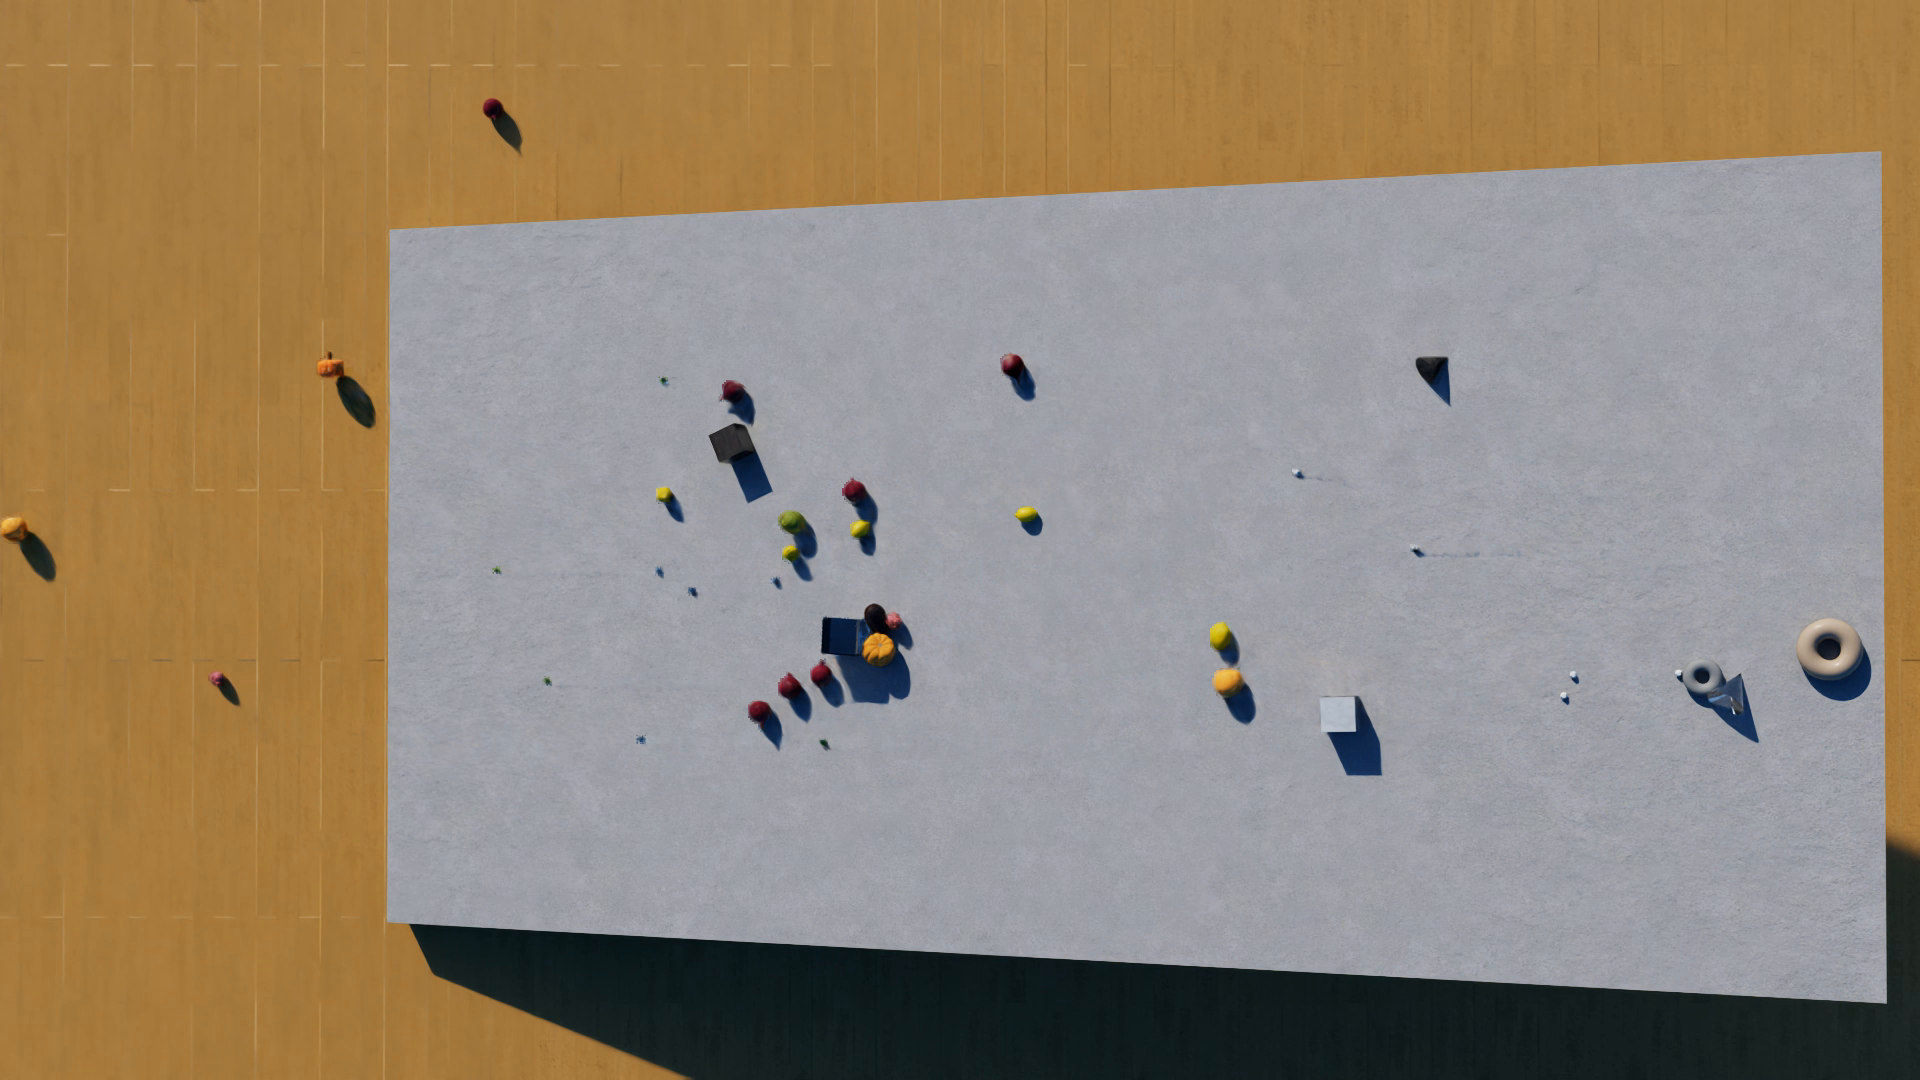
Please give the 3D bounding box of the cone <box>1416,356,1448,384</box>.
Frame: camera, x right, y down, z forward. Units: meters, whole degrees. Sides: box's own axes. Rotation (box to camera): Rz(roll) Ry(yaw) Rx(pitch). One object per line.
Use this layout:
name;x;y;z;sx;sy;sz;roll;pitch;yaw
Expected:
cone;1.183;-0.437;5.458;0.072;0.072;0.072;-35;89;5

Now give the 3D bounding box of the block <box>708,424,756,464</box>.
block;-0.621;-0.262;5.992;0.081;0.081;0.081;-24;82;15

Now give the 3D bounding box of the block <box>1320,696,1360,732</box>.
block;0.949;0.434;5.491;0.085;0.085;0.085;-2;88;17

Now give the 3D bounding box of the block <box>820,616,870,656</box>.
block;-0.307;0.257;5.878;0.098;0.098;0.098;4;90;17

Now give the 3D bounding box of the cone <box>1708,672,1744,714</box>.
cone;1.842;0.352;5.238;0.090;0.090;0.090;34;72;0

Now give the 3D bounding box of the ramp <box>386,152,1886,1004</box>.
ramp;0.274;0.094;5.803;4.000;0.100;2.000;0;89;17

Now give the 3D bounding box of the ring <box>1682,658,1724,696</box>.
ring;1.778;0.329;5.263;0.092;0.031;0.092;0;90;18

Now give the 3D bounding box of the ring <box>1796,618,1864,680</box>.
ring;2.045;0.258;5.172;0.148;0.049;0.148;0;89;19
